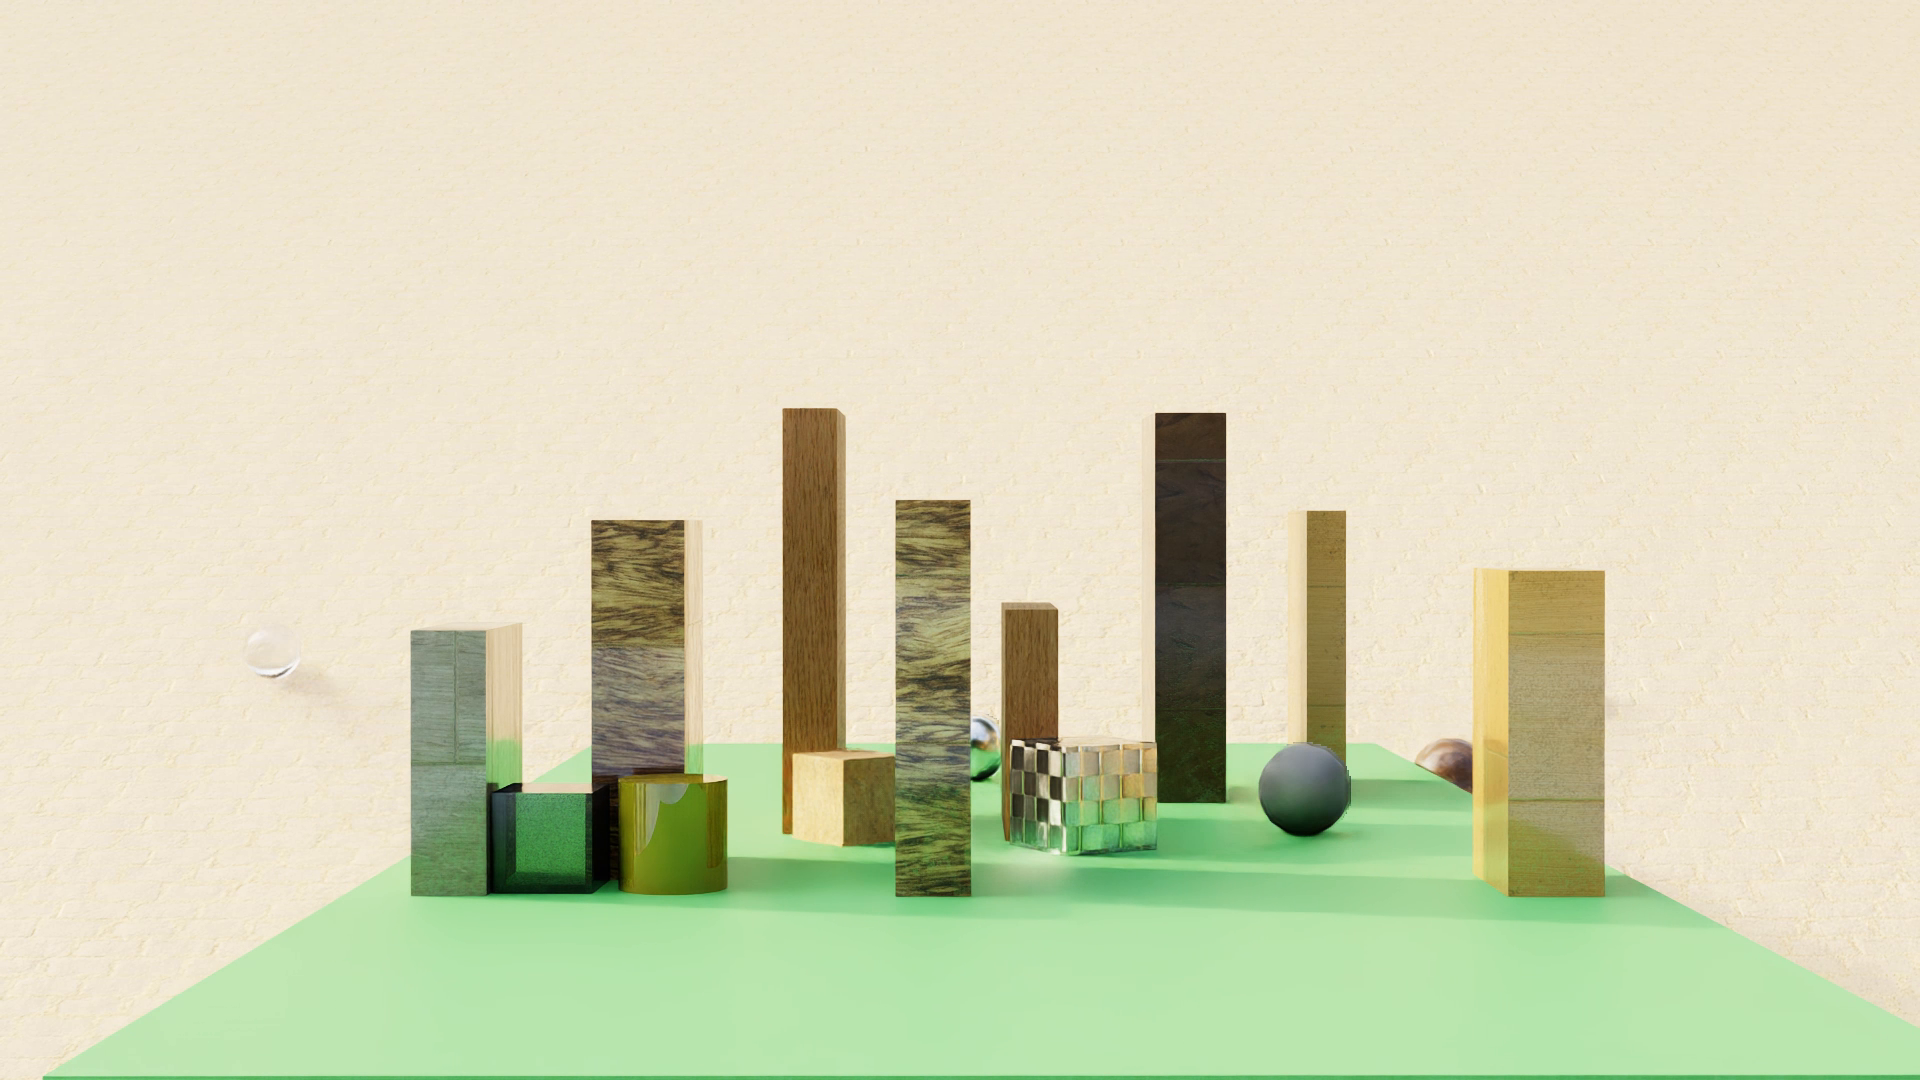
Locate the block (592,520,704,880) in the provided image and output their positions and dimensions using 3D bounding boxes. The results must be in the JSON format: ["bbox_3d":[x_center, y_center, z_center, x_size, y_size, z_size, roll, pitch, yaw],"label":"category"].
[{"bbox_3d":[-0.508,0.251,4.226,0.147,0.568,0.300,0,0,0],"label":"block"}]

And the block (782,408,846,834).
[{"bbox_3d":[-0.272,0.146,4.862,0.099,0.771,0.368,0,0,0],"label":"block"}]

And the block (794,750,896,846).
[{"bbox_3d":[-0.192,0.458,4.608,0.151,0.151,0.151,0,0,-38],"label":"block"}]

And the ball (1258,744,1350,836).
[{"bbox_3d":[0.620,0.451,4.662,0.163,0.163,0.163,0,29,0],"label":"ball"}]

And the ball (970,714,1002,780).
[{"bbox_3d":[0.032,0.455,5.665,0.144,0.144,0.144,0,29,0],"label":"ball"}]

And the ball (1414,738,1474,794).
[{"bbox_3d":[1.203,0.583,6.326,0.199,0.199,0.199,0,29,0],"label":"ball"}]

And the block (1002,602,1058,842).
[{"bbox_3d":[0.127,0.327,4.787,0.094,0.410,0.426,0,0,0],"label":"block"}]

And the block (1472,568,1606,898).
[{"bbox_3d":[0.897,0.290,4.018,0.146,0.491,0.264,0,0,0],"label":"block"}]

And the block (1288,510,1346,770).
[{"bbox_3d":[0.767,0.232,5.567,0.083,0.590,0.308,0,0,0],"label":"block"}]

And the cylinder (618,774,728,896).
[{"bbox_3d":[-0.443,0.453,3.994,0.169,0.169,0.169,0,0,0],"label":"cylinder"}]

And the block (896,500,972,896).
[{"bbox_3d":[-0.041,0.237,4.087,0.114,0.598,0.394,0,0,0],"label":"block"}]

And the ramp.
[{"bbox_3d":[0.065,0.583,4.630,2.000,0.100,4.000,0,0,0],"label":"ramp"}]

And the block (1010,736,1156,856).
[{"bbox_3d":[0.213,0.441,4.490,0.185,0.185,0.185,0,0,-30],"label":"block"}]

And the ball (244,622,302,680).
[{"bbox_3d":[-1.874,0.303,7.045,0.154,0.154,0.154,0,29,0],"label":"ball"}]

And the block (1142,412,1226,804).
[{"bbox_3d":[0.464,0.135,5.388,0.144,0.786,0.374,0,0,0],"label":"block"}]

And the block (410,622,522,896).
[{"bbox_3d":[-0.772,0.336,4.066,0.114,0.401,0.329,0,0,0],"label":"block"}]

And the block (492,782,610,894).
[{"bbox_3d":[-0.632,0.460,4.003,0.153,0.153,0.153,0,0,2],"label":"block"}]
